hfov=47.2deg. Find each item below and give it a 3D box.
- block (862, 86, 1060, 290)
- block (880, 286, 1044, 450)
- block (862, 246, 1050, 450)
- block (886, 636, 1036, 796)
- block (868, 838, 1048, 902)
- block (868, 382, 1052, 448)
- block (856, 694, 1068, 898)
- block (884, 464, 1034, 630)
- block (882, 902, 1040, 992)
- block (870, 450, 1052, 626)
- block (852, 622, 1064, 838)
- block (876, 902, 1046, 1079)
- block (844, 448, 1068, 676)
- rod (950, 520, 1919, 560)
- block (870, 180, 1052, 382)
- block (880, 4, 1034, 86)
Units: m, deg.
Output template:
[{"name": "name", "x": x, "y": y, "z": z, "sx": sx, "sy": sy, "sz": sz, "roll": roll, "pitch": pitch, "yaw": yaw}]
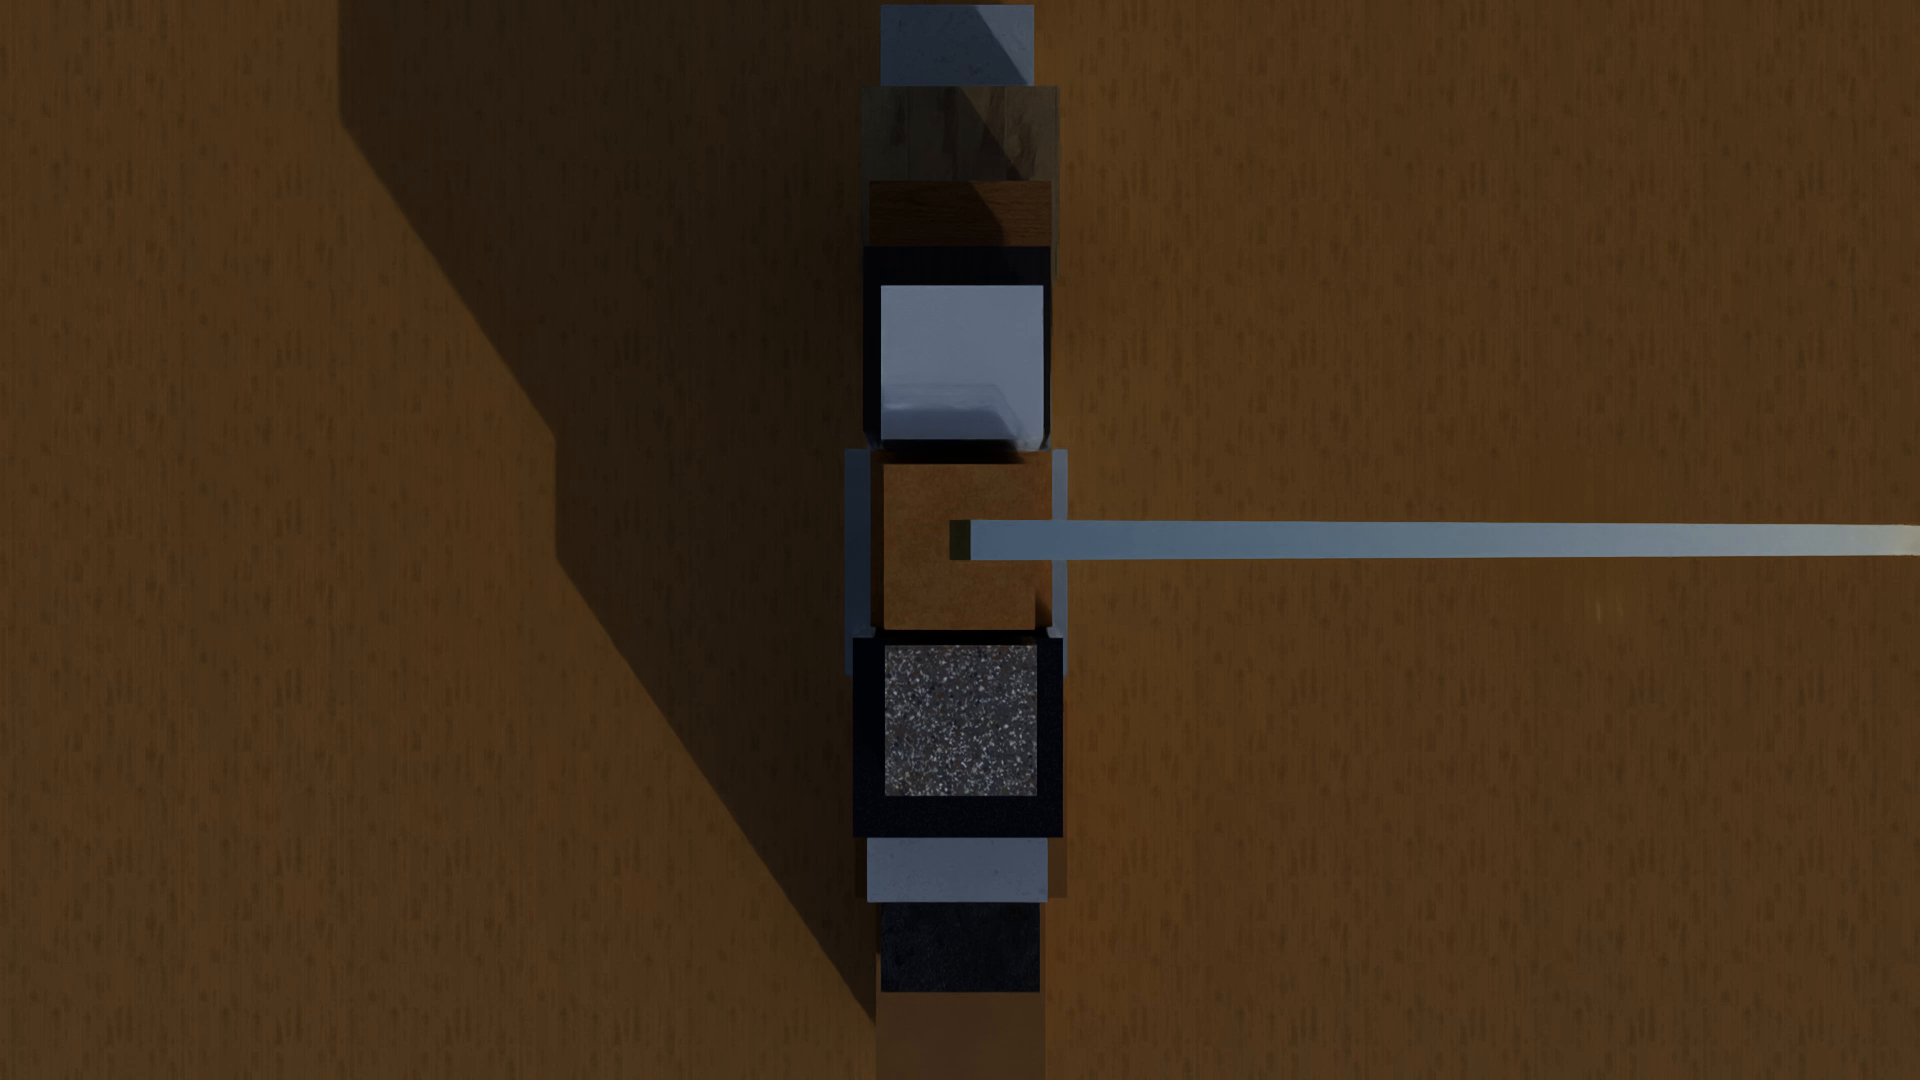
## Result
[{"name": "block", "x": 0.002, "y": -1.830, "z": 11.623, "sx": 1.008, "sy": 0.938, "sz": 0.952, "roll": 0, "pitch": 91, "yaw": 0}, {"name": "block", "x": 0.008, "y": -0.691, "z": 8.959, "sx": 0.640, "sy": 0.569, "sz": 0.611, "roll": 0, "pitch": 88, "yaw": 0}, {"name": "block", "x": -0.013, "y": -0.828, "z": 9.717, "sx": 0.789, "sy": 0.934, "sz": 0.782, "roll": 0, "pitch": 88, "yaw": 0}, {"name": "block", "x": 0.004, "y": 0.704, "z": 8.924, "sx": 0.598, "sy": 0.520, "sz": 0.597, "roll": 0, "pitch": 92, "yaw": 0}, {"name": "block", "x": -0.012, "y": 1.199, "z": 10.676, "sx": 0.843, "sy": 0.841, "sz": 0.979, "roll": 0, "pitch": 90, "yaw": 0}, {"name": "block", "x": -0.004, "y": -0.633, "z": 12.436, "sx": 0.994, "sy": 1.128, "sz": 0.984, "roll": 0, "pitch": 90, "yaw": 0}, {"name": "block", "x": 0.006, "y": 1.410, "z": 12.481, "sx": 1.153, "sy": 1.039, "sz": 1.073, "roll": 0, "pitch": 90, "yaw": 0}, {"name": "block", "x": -0.002, "y": 0.029, "z": 8.930, "sx": 0.590, "sy": 0.689, "sz": 0.650, "roll": 0, "pitch": 90, "yaw": 0}, {"name": "block", "x": 0.002, "y": 1.916, "z": 11.584, "sx": 0.810, "sy": 0.725, "sz": 0.787, "roll": 0, "pitch": 90, "yaw": 0}, {"name": "block", "x": 0.005, "y": -0.004, "z": 9.685, "sx": 0.767, "sy": 0.821, "sz": 0.743, "roll": 0, "pitch": 90, "yaw": 0}, {"name": "block", "x": -0.009, "y": 0.812, "z": 9.649, "sx": 0.879, "sy": 0.922, "sz": 0.838, "roll": 0, "pitch": 92, "yaw": 0}, {"name": "block", "x": 0.004, "y": 2.450, "z": 12.473, "sx": 0.919, "sy": 1.054, "sz": 0.986, "roll": 0, "pitch": 90, "yaw": 0}, {"name": "block", "x": -0.019, "y": 0.102, "z": 11.341, "sx": 1.095, "sy": 1.069, "sz": 1.115, "roll": 0, "pitch": 91, "yaw": 0}, {"name": "rod", "x": 2.212, "y": 0.000, "z": 5.717, "sx": 5.200, "sy": 0.080, "sz": 0.080, "roll": 0, "pitch": 90, "yaw": -32}, {"name": "block", "x": 0.002, "y": -1.209, "z": 10.692, "sx": 0.851, "sy": 0.839, "sz": 0.939, "roll": 0, "pitch": 90, "yaw": 0}, {"name": "block", "x": -0.015, "y": -2.490, "z": 12.545, "sx": 0.845, "sy": 0.910, "sz": 0.904, "roll": 0, "pitch": 90, "yaw": 0}]
